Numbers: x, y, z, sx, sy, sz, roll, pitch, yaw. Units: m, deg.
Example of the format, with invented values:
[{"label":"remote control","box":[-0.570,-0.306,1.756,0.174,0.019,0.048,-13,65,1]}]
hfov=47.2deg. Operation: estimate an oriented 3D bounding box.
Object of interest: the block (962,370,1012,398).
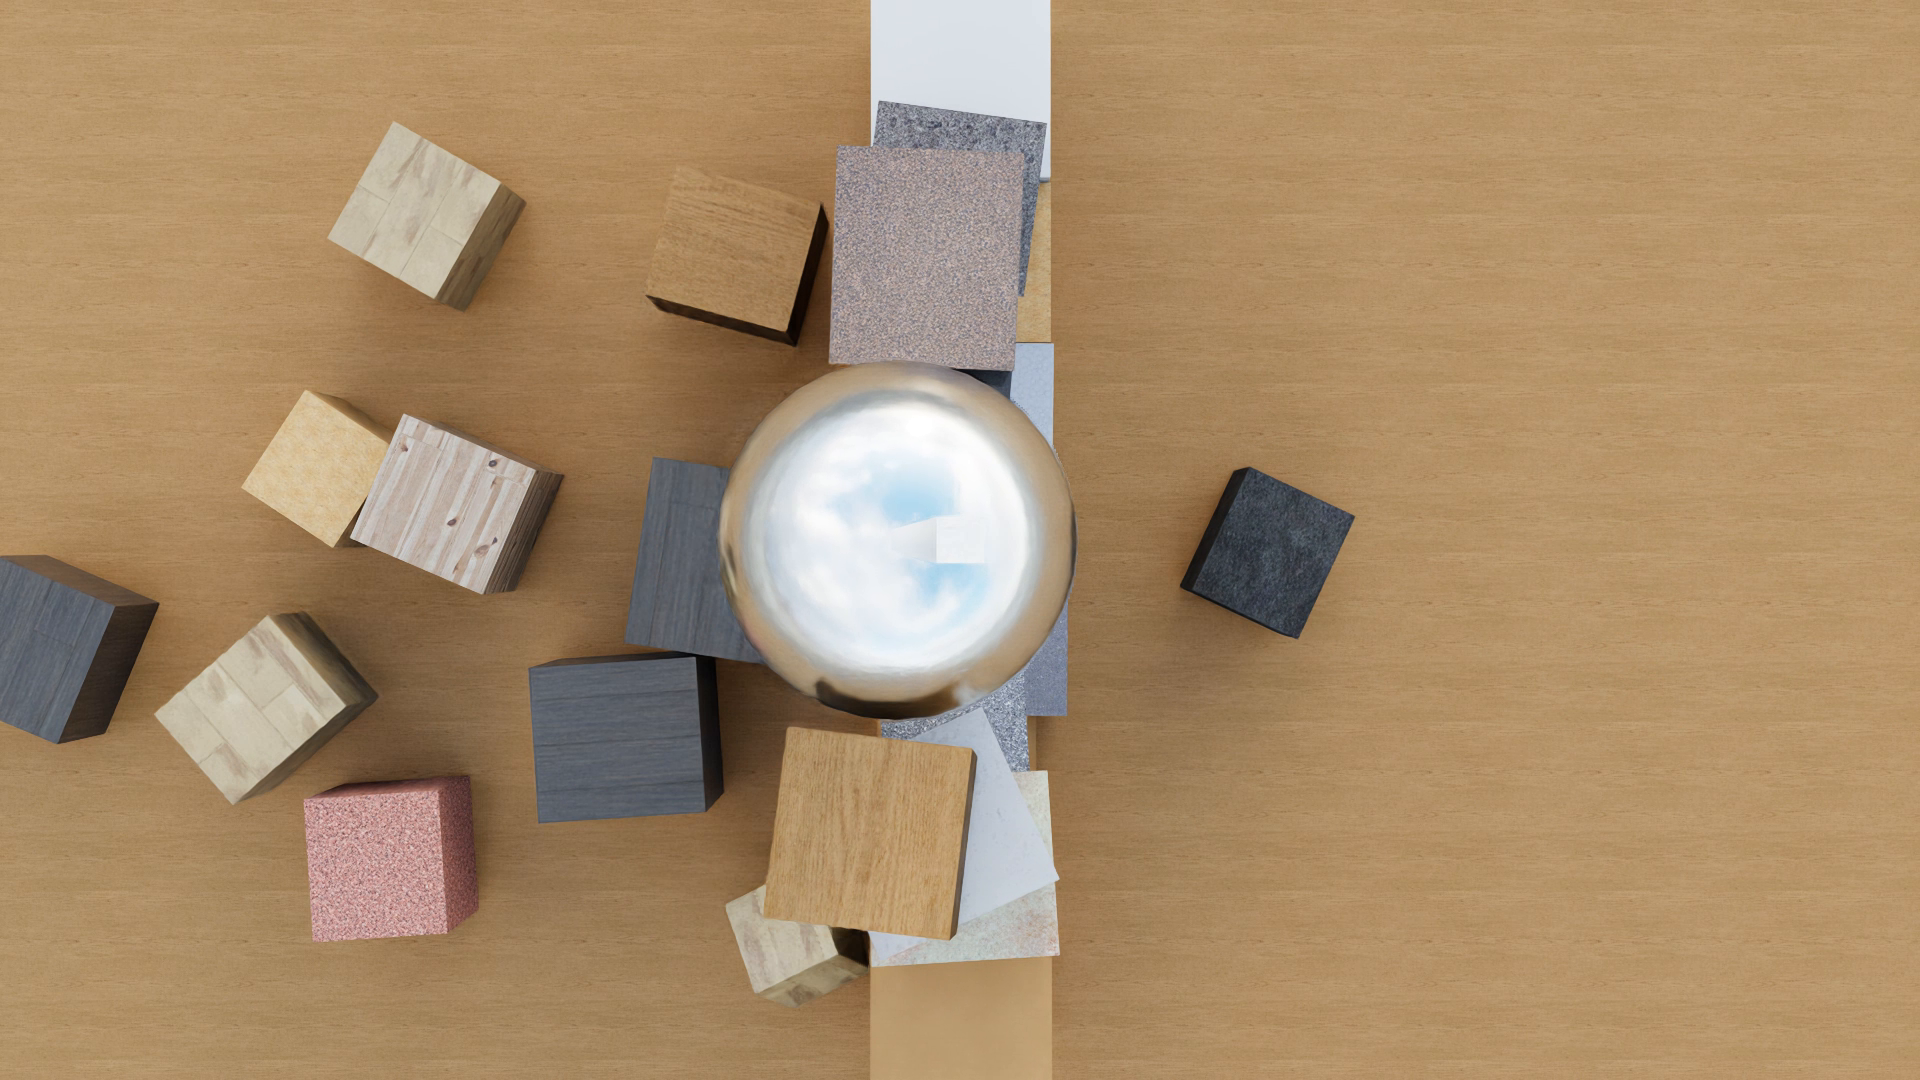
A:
[{"label":"block","box":[-0.109,-0.872,11.647,0.736,0.810,0.822,4,91,-1]}]

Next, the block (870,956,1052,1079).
[{"label":"block","box":[0.006,2.411,12.538,0.998,0.925,1.113,0,90,0]}]

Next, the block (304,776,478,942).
[{"label":"block","box":[-3.243,1.811,12.602,0.748,0.797,0.794,-4,90,0]}]

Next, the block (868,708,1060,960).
[{"label":"block","box":[-0.113,1.424,10.657,0.904,0.976,0.871,-24,82,-1]}]

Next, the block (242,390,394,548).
[{"label":"block","box":[-3.586,-0.399,12.654,0.615,0.693,0.656,33,90,0]}]

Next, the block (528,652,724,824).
[{"label":"block","box":[-1.881,1.098,12.529,0.921,0.942,0.854,-4,90,0]}]

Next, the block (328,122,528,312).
[{"label":"block","box":[-3.043,-1.839,12.627,0.688,0.746,0.751,30,90,0]}]

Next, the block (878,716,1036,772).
[{"label":"block","box":[-0.019,1.407,12.591,0.880,0.819,0.868,0,90,0]}]

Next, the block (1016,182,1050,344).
[{"label":"block","box":[0.004,-1.534,12.575,0.996,0.849,0.880,0,90,0]}]

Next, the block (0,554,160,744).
[{"label":"block","box":[-5.229,0.616,12.655,0.733,0.691,0.840,23,90,0]}]

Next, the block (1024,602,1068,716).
[{"label":"block","box":[0.014,0.405,12.537,1.155,0.926,1.113,0,90,0]}]

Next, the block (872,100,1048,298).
[{"label":"block","box":[-0.043,-1.790,11.614,0.862,0.868,0.885,7,98,-1]}]

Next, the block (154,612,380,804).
[{"label":"block","box":[-3.968,0.951,12.646,0.842,0.709,0.671,-41,90,0]}]

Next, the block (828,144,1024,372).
[{"label":"block","box":[-0.161,-1.360,10.792,0.881,0.816,1.024,2,94,0]}]

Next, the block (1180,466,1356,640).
[{"label":"block","box":[1.753,0.072,12.639,0.653,0.722,0.760,25,90,0]}]

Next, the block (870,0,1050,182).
[{"label":"block","box":[0.004,-2.475,12.513,0.981,0.974,0.980,0,90,0]}]

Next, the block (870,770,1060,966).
[{"label":"block","box":[0.000,1.730,11.607,0.948,0.964,0.928,-3,82,-1]}]

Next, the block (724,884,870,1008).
[{"label":"block","box":[-0.915,2.275,12.584,0.529,0.581,0.551,-27,64,8]}]

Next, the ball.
[{"label":"ball","box":[-0.277,0.000,9.752,1.600,1.600,1.600,0,90,0]}]

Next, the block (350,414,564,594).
[{"label":"block","box":[-2.849,-0.198,12.556,0.792,0.888,0.746,23,90,0]}]

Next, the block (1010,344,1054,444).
[{"label":"block","box":[-0.002,-0.621,12.527,1.024,0.946,0.924,1,90,0]}]

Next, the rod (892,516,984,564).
[{"label":"rod","box":[-0.120,0.000,6.355,0.080,5.200,0.080,0,90,-3]}]

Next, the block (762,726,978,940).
[{"label":"block","box":[-0.379,1.306,9.781,0.801,0.811,0.818,6,82,3]}]

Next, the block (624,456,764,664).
[{"label":"block","box":[-1.207,0.140,12.530,1.127,0.940,1.034,9,90,0]}]

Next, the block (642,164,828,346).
[{"label":"block","box":[-1.267,-1.612,12.595,0.825,0.798,0.744,15,89,0]}]

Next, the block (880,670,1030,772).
[{"label":"block","box":[-0.036,0.853,11.644,0.742,0.860,0.702,-4,90,0]}]
